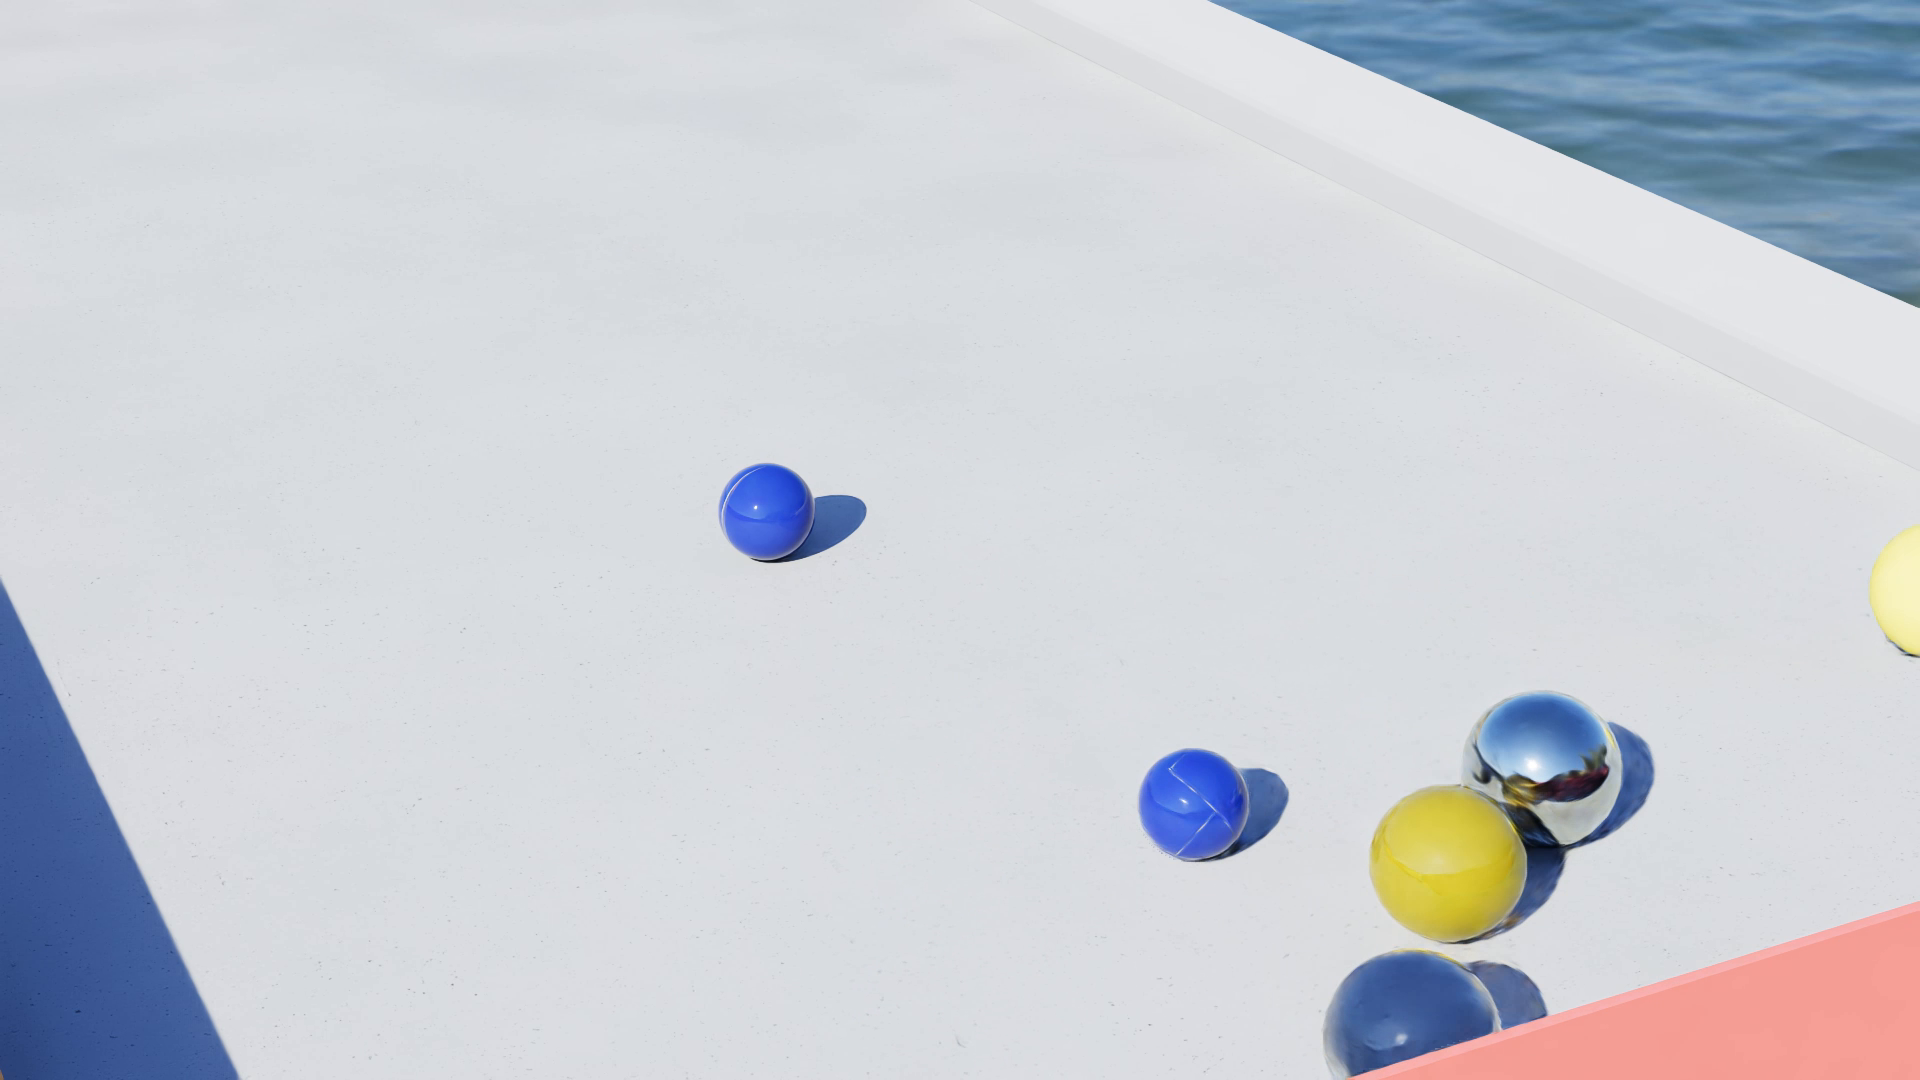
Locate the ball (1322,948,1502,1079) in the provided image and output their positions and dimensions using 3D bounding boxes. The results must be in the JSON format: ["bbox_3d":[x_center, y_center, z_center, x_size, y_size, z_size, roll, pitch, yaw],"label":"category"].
[{"bbox_3d":[0.236,0.261,1.537,0.094,0.094,0.094,0,25,0],"label":"ball"}]

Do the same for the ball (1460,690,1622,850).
[{"bbox_3d":[0.355,0.140,1.796,0.097,0.097,0.097,0,25,0],"label":"ball"}]

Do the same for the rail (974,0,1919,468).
[{"bbox_3d":[0.329,-0.454,3.054,0.045,0.127,3.142,-12,27,-24],"label":"rail"}]

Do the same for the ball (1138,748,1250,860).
[{"bbox_3d":[0.142,0.160,1.787,0.068,0.068,0.068,0,25,0],"label":"ball"}]

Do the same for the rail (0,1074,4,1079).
[{"bbox_3d":[-1.034,-0.169,2.433,0.045,0.127,3.142,-12,27,-24],"label":"rail"}]

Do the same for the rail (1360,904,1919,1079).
[{"bbox_3d":[0.342,0.265,1.486,1.572,0.127,0.045,-12,27,-24],"label":"rail"}]

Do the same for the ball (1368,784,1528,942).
[{"bbox_3d":[0.282,0.187,1.702,0.091,0.091,0.091,0,25,0],"label":"ball"}]

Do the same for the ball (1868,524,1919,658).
[{"bbox_3d":[0.677,0.035,2.026,0.098,0.098,0.098,0,25,0],"label":"ball"}]

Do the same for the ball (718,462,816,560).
[{"bbox_3d":[-0.143,-0.021,2.177,0.073,0.073,0.073,0,25,0],"label":"ball"}]
